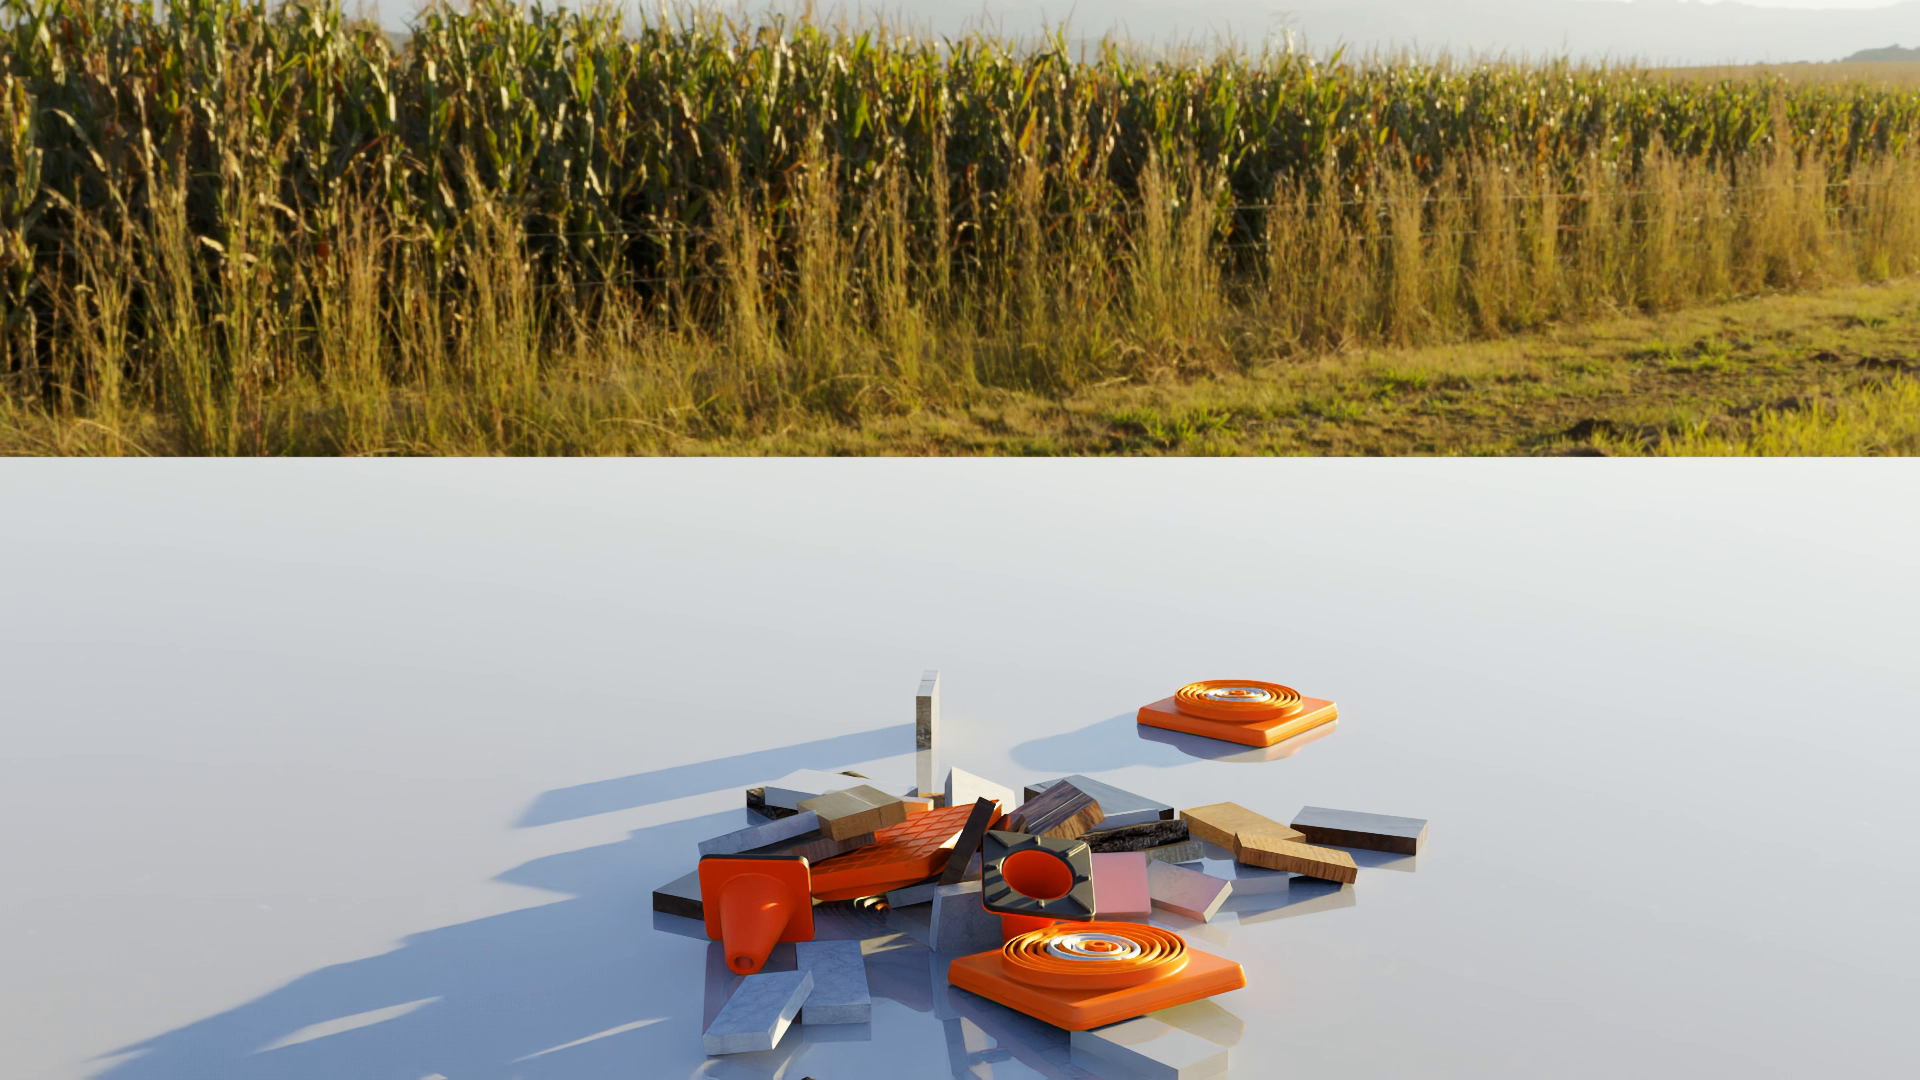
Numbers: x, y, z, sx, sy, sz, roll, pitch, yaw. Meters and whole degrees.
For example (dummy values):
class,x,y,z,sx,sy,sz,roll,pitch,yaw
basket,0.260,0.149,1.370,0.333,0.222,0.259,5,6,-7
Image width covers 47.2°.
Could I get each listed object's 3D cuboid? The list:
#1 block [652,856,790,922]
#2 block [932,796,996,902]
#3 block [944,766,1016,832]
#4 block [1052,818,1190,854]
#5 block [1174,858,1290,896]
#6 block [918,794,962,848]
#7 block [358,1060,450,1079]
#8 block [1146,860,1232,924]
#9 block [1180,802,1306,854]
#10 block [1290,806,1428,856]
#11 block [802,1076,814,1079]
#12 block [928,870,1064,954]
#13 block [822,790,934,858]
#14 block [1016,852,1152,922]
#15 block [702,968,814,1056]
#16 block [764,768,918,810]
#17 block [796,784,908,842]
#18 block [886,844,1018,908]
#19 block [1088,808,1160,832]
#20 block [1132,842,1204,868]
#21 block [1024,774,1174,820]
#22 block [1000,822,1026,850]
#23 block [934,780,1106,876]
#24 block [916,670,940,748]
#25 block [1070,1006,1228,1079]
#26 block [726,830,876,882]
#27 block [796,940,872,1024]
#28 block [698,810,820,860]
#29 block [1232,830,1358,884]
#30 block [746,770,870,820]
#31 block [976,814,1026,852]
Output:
class,x,y,z,sx,sy,sz,roll,pitch,yaw
block,-0.394,0.575,3.659,0.116,0.033,0.231,6,12,29
block,0.005,0.491,3.438,0.029,0.207,0.103,26,58,5
block,0.037,0.487,4.004,0.126,0.036,0.252,22,10,-4
block,0.248,0.524,3.815,0.268,0.038,0.134,-5,-6,-27
block,0.442,0.569,3.703,0.198,0.028,0.099,-3,11,-14
block,-0.046,0.510,4.010,0.113,0.032,0.226,0,11,-1
block,-0.578,0.748,2.730,0.513,0.033,0.116,9,14,39
block,0.360,0.574,3.599,0.155,0.022,0.077,10,44,43
block,0.505,0.522,3.947,0.113,0.032,0.226,-6,12,-29
block,0.717,0.521,3.951,0.226,0.032,0.113,4,11,21
block,-0.140,0.741,2.762,0.241,0.034,0.121,8,13,36
block,0.056,0.579,3.433,0.207,0.104,0.029,-5,25,-23
block,-0.146,0.500,3.883,0.197,0.099,0.028,3,11,16
block,0.200,0.561,3.560,0.207,0.103,0.029,-1,-32,-5
block,-0.283,0.665,3.103,0.099,0.028,0.197,-9,12,15
block,-0.218,0.470,4.040,0.252,0.036,0.126,6,12,27
block,-0.185,0.459,3.710,0.126,0.036,0.252,-14,4,-16
block,-0.012,0.551,3.599,0.202,0.029,0.101,-16,10,25
block,0.215,0.503,3.872,0.263,0.022,0.077,-7,-5,-15
block,0.305,0.543,3.750,0.198,0.028,0.099,-6,-5,-22
block,0.255,0.495,4.077,0.134,0.038,0.268,-8,13,-37
block,0.078,0.500,3.673,0.047,0.013,0.094,-17,21,23
block,0.100,0.506,3.710,0.268,0.038,0.134,-30,20,-15
block,-0.067,0.355,4.629,0.032,0.112,0.224,1,11,3
block,0.259,0.696,3.021,0.101,0.029,0.202,-9,14,-41
block,-0.265,0.515,3.661,0.224,0.032,0.112,-14,4,-25
block,-0.190,0.652,3.256,0.099,0.028,0.254,-1,11,-6
block,-0.342,0.499,3.713,0.112,0.032,0.224,-13,-6,-36
block,0.569,0.540,3.744,0.198,0.028,0.099,11,8,-1
block,-0.274,0.483,4.154,0.231,0.033,0.116,-7,13,-33
block,0.063,0.491,3.669,0.095,0.013,0.047,-41,20,-33
